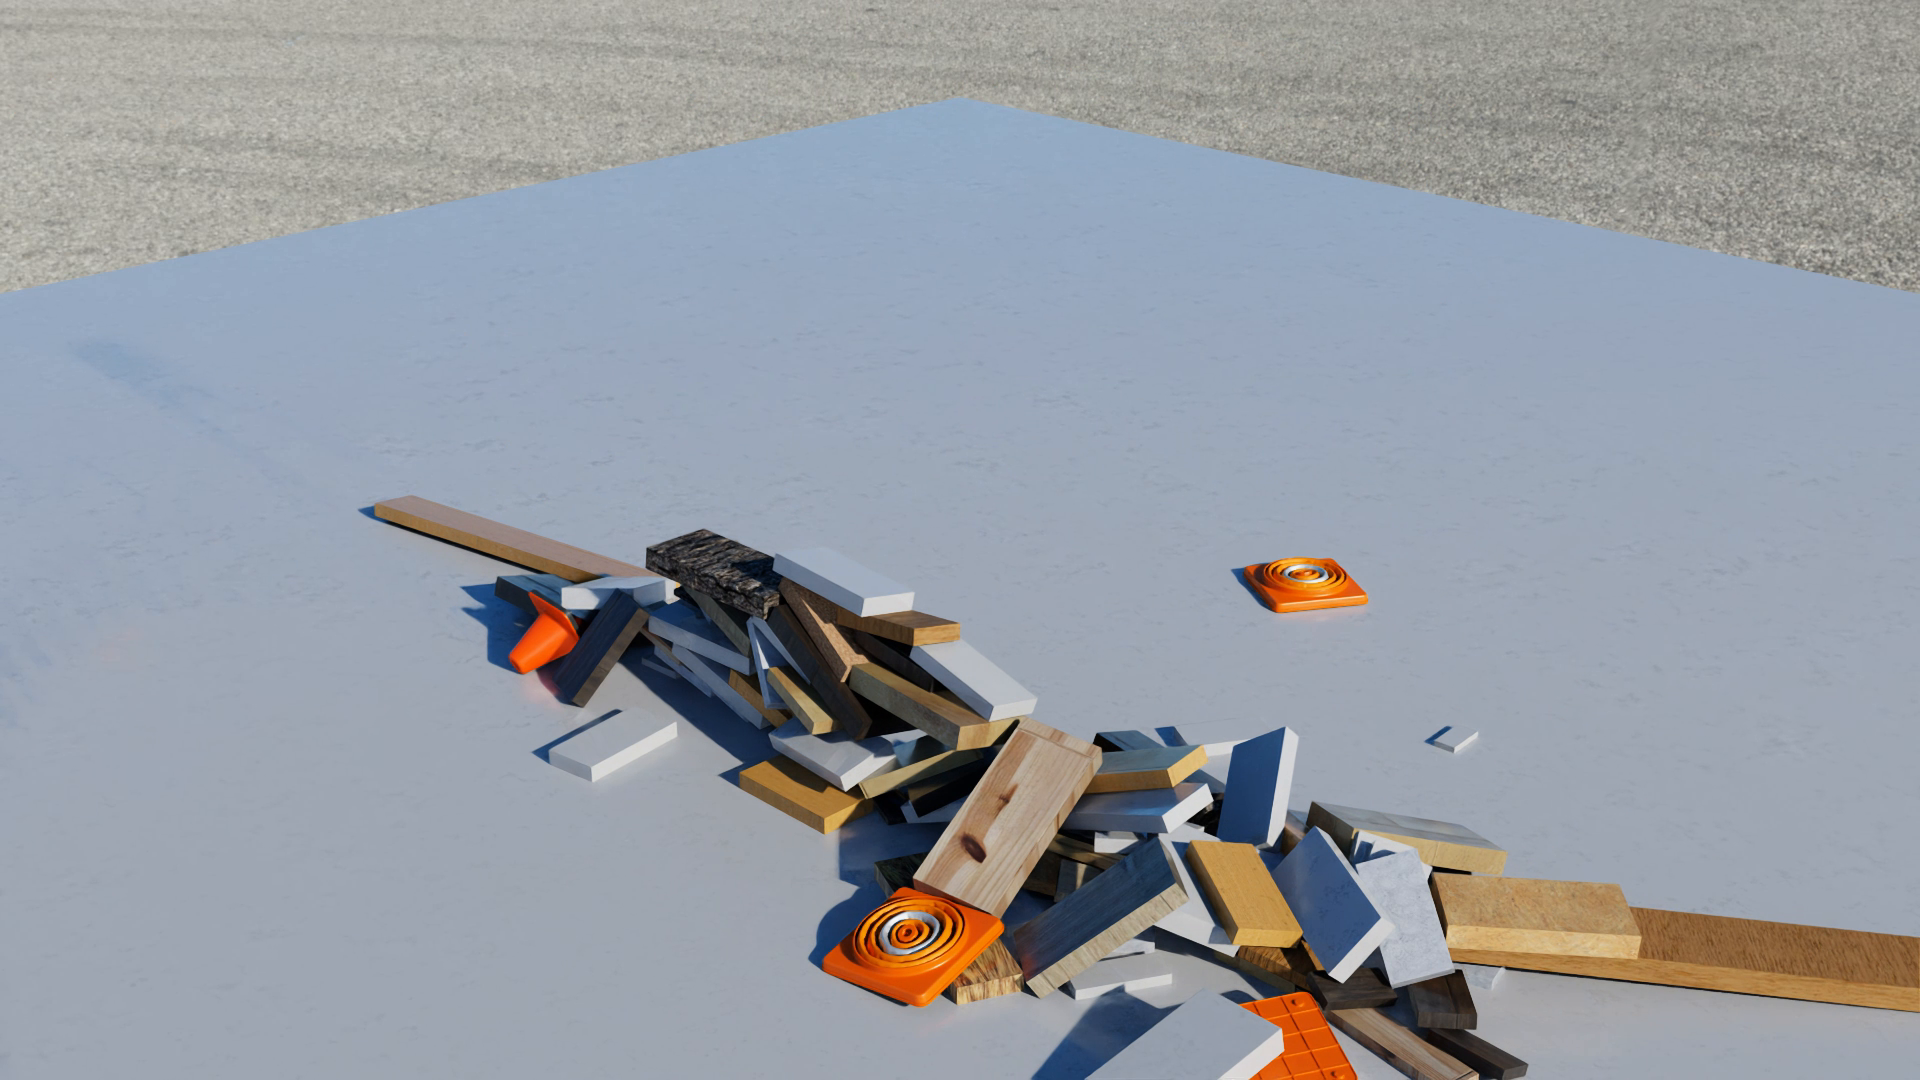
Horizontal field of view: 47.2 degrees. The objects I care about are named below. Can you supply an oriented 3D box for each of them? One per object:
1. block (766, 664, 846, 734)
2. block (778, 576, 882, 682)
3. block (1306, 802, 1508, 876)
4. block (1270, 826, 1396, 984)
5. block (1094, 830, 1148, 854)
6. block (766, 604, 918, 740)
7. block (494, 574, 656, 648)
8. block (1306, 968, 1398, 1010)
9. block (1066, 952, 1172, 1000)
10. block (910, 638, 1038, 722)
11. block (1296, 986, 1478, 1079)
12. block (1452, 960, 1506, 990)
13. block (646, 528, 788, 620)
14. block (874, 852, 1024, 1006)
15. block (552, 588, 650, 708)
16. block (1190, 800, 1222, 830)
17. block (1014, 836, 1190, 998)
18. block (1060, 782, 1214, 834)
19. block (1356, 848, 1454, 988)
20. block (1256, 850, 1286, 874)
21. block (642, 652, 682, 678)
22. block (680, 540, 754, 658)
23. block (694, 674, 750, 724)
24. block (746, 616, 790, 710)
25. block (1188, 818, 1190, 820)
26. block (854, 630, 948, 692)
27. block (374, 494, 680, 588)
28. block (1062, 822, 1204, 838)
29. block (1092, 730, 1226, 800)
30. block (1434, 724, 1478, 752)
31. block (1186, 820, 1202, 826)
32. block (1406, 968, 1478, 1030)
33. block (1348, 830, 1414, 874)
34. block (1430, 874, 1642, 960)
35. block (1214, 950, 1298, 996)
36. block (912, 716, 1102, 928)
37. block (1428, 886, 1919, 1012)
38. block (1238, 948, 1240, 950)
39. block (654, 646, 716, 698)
[{"bbox_3d":[-0.306,0.326,4.543,0.103,0.029,0.206,-6,33,-32],"label":"block"},{"bbox_3d":[-0.251,0.176,4.570,0.140,0.040,0.281,-3,44,-40],"label":"block"},{"bbox_3d":[0.851,0.569,4.191,0.339,0.048,0.170,11,7,-20],"label":"block"},{"bbox_3d":[0.651,0.640,3.886,0.039,0.136,0.284,34,13,-28],"label":"block"},{"bbox_3d":[0.315,0.524,4.313,0.098,0.028,0.417,2,14,4],"label":"block"},{"bbox_3d":[-0.234,0.263,4.550,0.175,0.050,0.351,-6,45,-42],"label":"block"},{"bbox_3d":[-0.916,0.168,5.249,0.426,0.048,0.170,21,16,41],"label":"block"},{"bbox_3d":[0.678,0.777,3.807,0.145,0.021,0.072,2,35,-24],"label":"block"},{"bbox_3d":[0.279,0.775,3.909,0.180,0.021,0.072,-7,24,-15],"label":"block"},{"bbox_3d":[0.026,0.272,4.349,0.122,0.035,0.244,-6,33,-45],"label":"block"},{"bbox_3d":[0.723,0.843,3.747,0.076,0.021,0.355,-15,27,-32],"label":"block"},{"bbox_3d":[0.893,0.759,3.945,0.151,0.021,0.076,13,26,28],"label":"block"},{"bbox_3d":[-0.491,0.070,4.743,0.351,0.050,0.176,21,26,33],"label":"block"},{"bbox_3d":[-0.026,0.706,4.050,0.126,0.036,0.447,-8,24,-19],"label":"block"},{"bbox_3d":[-0.805,0.240,4.925,0.036,0.254,0.127,37,-2,-37],"label":"block"},{"bbox_3d":[0.546,0.542,4.355,0.164,0.082,0.023,0,55,-19],"label":"block"},{"bbox_3d":[0.248,0.669,3.904,0.318,0.045,0.159,-35,23,8],"label":"block"},{"bbox_3d":[0.288,0.506,4.191,0.127,0.036,0.422,-30,14,-36],"label":"block"},{"bbox_3d":[0.781,0.664,3.864,0.112,0.032,0.223,-17,62,8],"label":"block"},{"bbox_3d":[0.674,0.664,4.067,0.318,0.045,0.159,13,24,5],"label":"block"},{"bbox_3d":[-0.673,0.286,5.067,0.117,0.017,0.058,19,30,38],"label":"block"},{"bbox_3d":[-0.479,0.126,4.830,0.170,0.048,0.339,-13,41,-35],"label":"block"},{"bbox_3d":[-0.495,0.326,4.890,0.097,0.027,0.193,-21,47,-40],"label":"block"},{"bbox_3d":[-0.379,0.258,4.650,0.103,0.029,0.206,1,60,-29],"label":"block"},{"bbox_3d":[0.469,0.554,4.425,0.164,0.023,0.082,-21,31,-40],"label":"block"},{"bbox_3d":[-0.091,0.235,4.466,0.122,0.035,0.244,-5,26,-43],"label":"block"},{"bbox_3d":[-1.127,0.017,5.652,0.975,0.036,0.127,16,19,32],"label":"block"},{"bbox_3d":[0.335,0.563,4.300,0.252,0.036,0.126,12,15,37],"label":"block"},{"bbox_3d":[0.411,0.466,4.457,0.273,0.039,0.136,30,18,38],"label":"block"},{"bbox_3d":[1.068,0.428,4.735,0.050,0.014,0.099,19,30,38],"label":"block"},{"bbox_3d":[0.415,0.575,4.343,0.119,0.017,0.059,11,51,35],"label":"block"},{"bbox_3d":[0.832,0.792,3.809,0.098,0.028,0.195,2,12,5],"label":"block"},{"bbox_3d":[0.746,0.649,3.970,0.112,0.223,0.032,18,-21,-1],"label":"block"},{"bbox_3d":[1.020,0.668,3.912,0.335,0.047,0.167,3,24,1],"label":"block"},{"bbox_3d":[0.554,0.754,3.950,0.178,0.025,0.089,20,30,39],"label":"block"},{"bbox_3d":[0.094,0.524,4.134,0.170,0.048,0.415,21,54,24],"label":"block"},{"bbox_3d":[1.314,0.731,3.919,1.014,0.047,0.167,5,24,6],"label":"block"},{"bbox_3d":[0.478,0.693,4.030,0.089,0.025,0.178,-11,25,-24],"label":"block"},{"bbox_3d":[-0.595,0.281,5.001,0.194,0.027,0.097,34,38,30],"label":"block"}]
